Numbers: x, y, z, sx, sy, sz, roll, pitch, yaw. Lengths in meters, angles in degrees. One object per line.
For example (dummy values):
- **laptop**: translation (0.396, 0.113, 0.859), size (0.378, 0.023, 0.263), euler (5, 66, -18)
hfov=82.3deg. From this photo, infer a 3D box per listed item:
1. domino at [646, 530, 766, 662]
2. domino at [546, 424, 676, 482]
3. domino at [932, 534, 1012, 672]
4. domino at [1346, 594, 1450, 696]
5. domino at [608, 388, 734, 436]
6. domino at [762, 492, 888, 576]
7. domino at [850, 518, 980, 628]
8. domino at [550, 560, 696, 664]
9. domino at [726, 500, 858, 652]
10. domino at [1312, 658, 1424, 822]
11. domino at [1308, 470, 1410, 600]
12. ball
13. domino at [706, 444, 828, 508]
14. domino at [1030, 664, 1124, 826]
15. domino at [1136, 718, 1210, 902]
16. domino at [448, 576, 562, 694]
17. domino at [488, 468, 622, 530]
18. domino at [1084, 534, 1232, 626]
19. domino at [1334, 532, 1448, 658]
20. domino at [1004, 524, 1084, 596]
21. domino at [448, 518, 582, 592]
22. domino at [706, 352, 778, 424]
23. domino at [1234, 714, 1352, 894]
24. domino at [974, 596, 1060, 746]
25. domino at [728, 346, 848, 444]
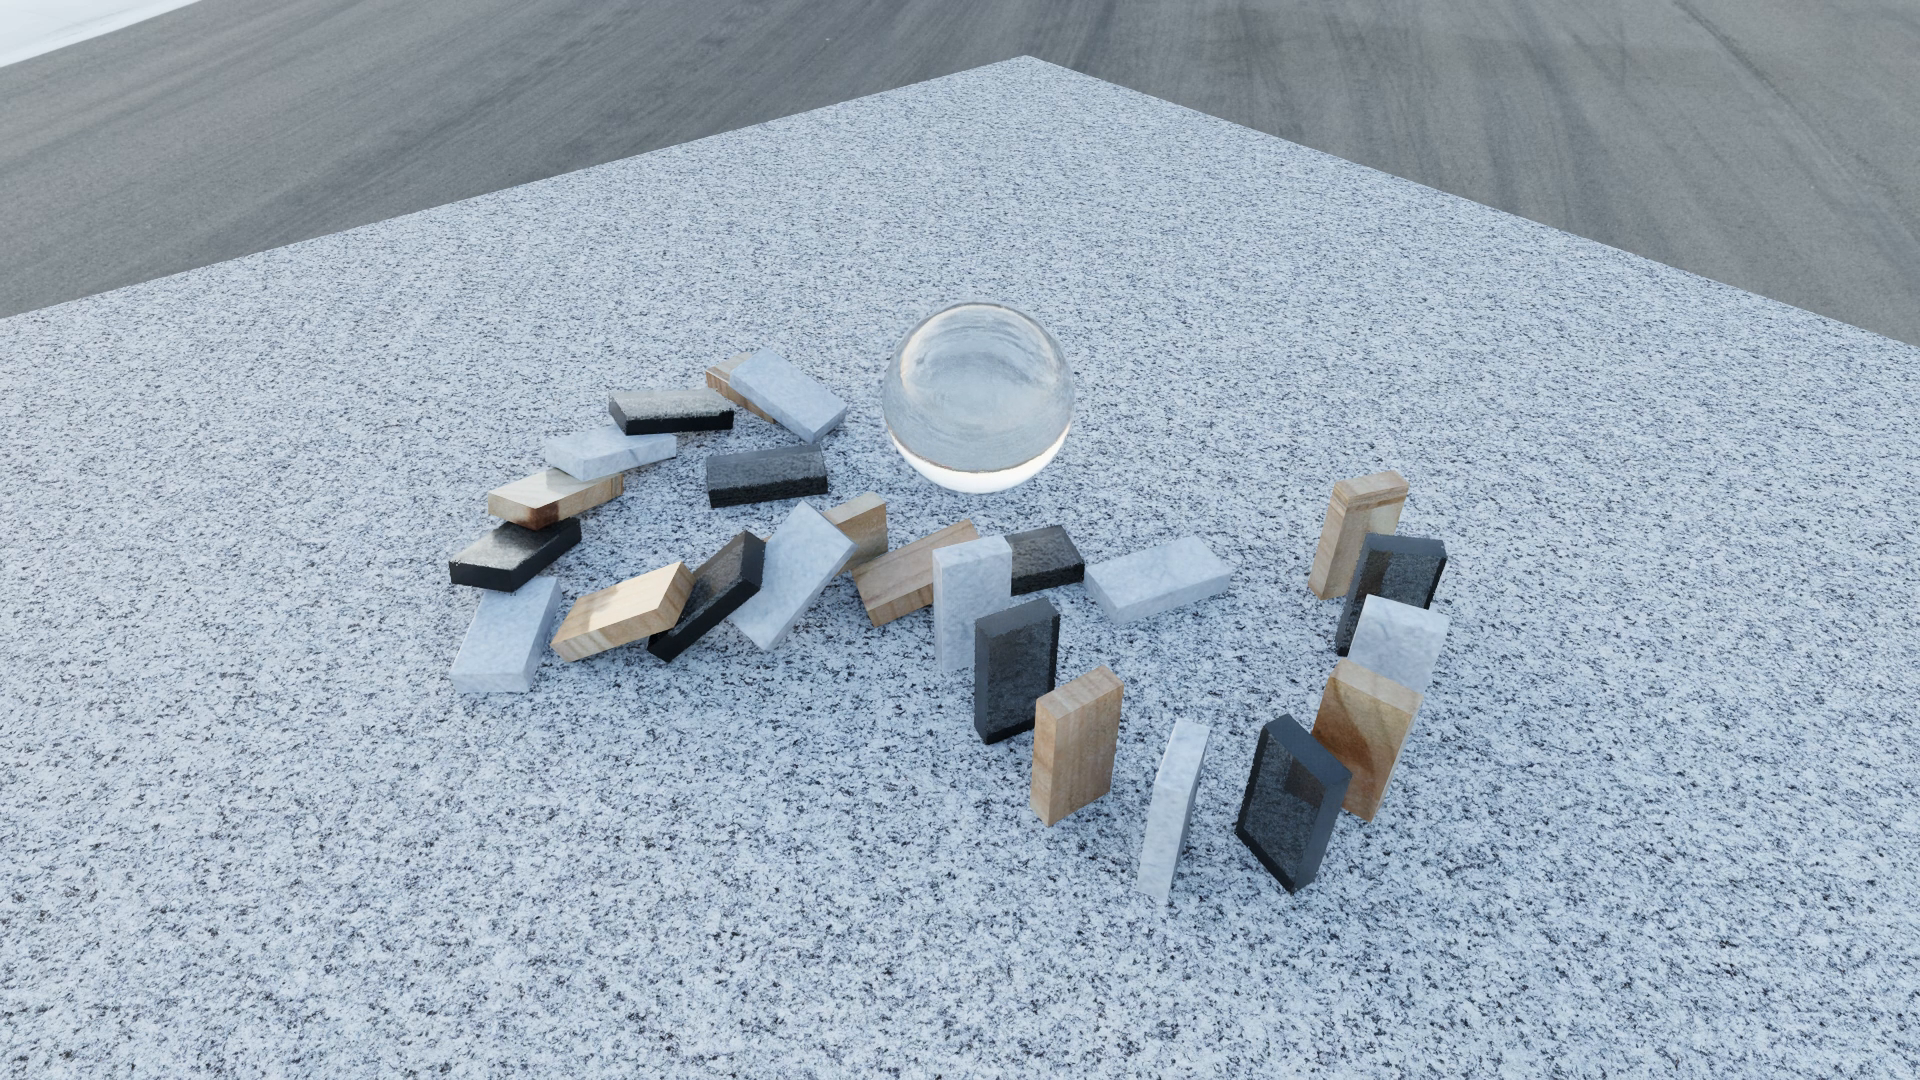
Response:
- **domino**: translation (-0.091, 0.020, 0.394), size (0.050, 0.010, 0.025), euler (-37, 33, 23)
- **domino**: translation (-0.152, -0.040, 0.481), size (0.025, 0.010, 0.050), euler (25, 29, 28)
- **domino**: translation (0.004, 0.023, 0.384), size (0.025, 0.050, 0.009), euler (-13, 41, -15)
- **domino**: translation (0.139, 0.042, 0.360), size (0.025, 0.050, 0.009), euler (16, 42, 19)
- **domino**: translation (-0.132, -0.059, 0.504), size (0.050, 0.010, 0.025), euler (-8, 34, -33)
- **domino**: translation (-0.052, 0.002, 0.428), size (0.050, 0.025, 0.009), euler (-26, 46, -28)
- **domino**: translation (-0.014, 0.012, 0.418), size (0.050, 0.009, 0.025), euler (-24, 42, -4)
- **domino**: translation (-0.121, 0.026, 0.394), size (0.050, 0.009, 0.025), euler (-18, 34, 23)
- **domino**: translation (-0.063, 0.013, 0.399), size (0.025, 0.010, 0.050), euler (40, 91, 12)
- **domino**: translation (0.121, 0.062, 0.336), size (0.025, 0.050, 0.009), euler (27, 46, 29)
- **domino**: translation (0.149, -0.001, 0.413), size (0.025, 0.050, 0.009), euler (-11, 41, -14)
- **ball**: translation (0.008, -0.059, 0.460), size (0.080, 0.080, 0.080), euler (0, 39, 0)
- **domino**: translation (-0.084, -0.028, 0.478), size (0.050, 0.009, 0.025), euler (-8, 40, -10)
- **domino**: translation (0.035, 0.063, 0.334), size (0.025, 0.050, 0.010), euler (-23, 45, -25)
- **domino**: translation (0.061, 0.078, 0.316), size (0.009, 0.050, 0.025), euler (15, 42, 18)
- **domino**: translation (-0.165, 0.034, 0.402), size (0.025, 0.010, 0.050), euler (-1, 39, -2)
- **domino**: translation (-0.167, -0.019, 0.456), size (0.025, 0.009, 0.050), euler (17, 26, 20)
- **domino**: translation (0.076, 0.015, 0.425), size (0.050, 0.010, 0.025), euler (-16, 42, -18)
- **domino**: translation (0.150, 0.021, 0.386), size (0.025, 0.050, 0.009), euler (6, 40, 7)
- **domino**: translation (0.021, 0.010, 0.432), size (0.050, 0.010, 0.025), euler (-12, 41, -14)
- **domino**: translation (-0.172, 0.004, 0.429), size (0.025, 0.010, 0.050), euler (8, 25, 9)
- **domino**: translation (-0.098, -0.074, 0.534), size (0.050, 0.010, 0.025), euler (30, 48, 31)
- **domino**: translation (0.095, 0.077, 0.318), size (0.009, 0.050, 0.025), euler (-20, 43, -23)
- **domino**: translation (0.018, 0.043, 0.358), size (0.025, 0.050, 0.010), euler (-17, 42, -19)
- **domino**: translation (-0.080, -0.067, 0.512), size (0.050, 0.010, 0.025), euler (36, 52, 10)
